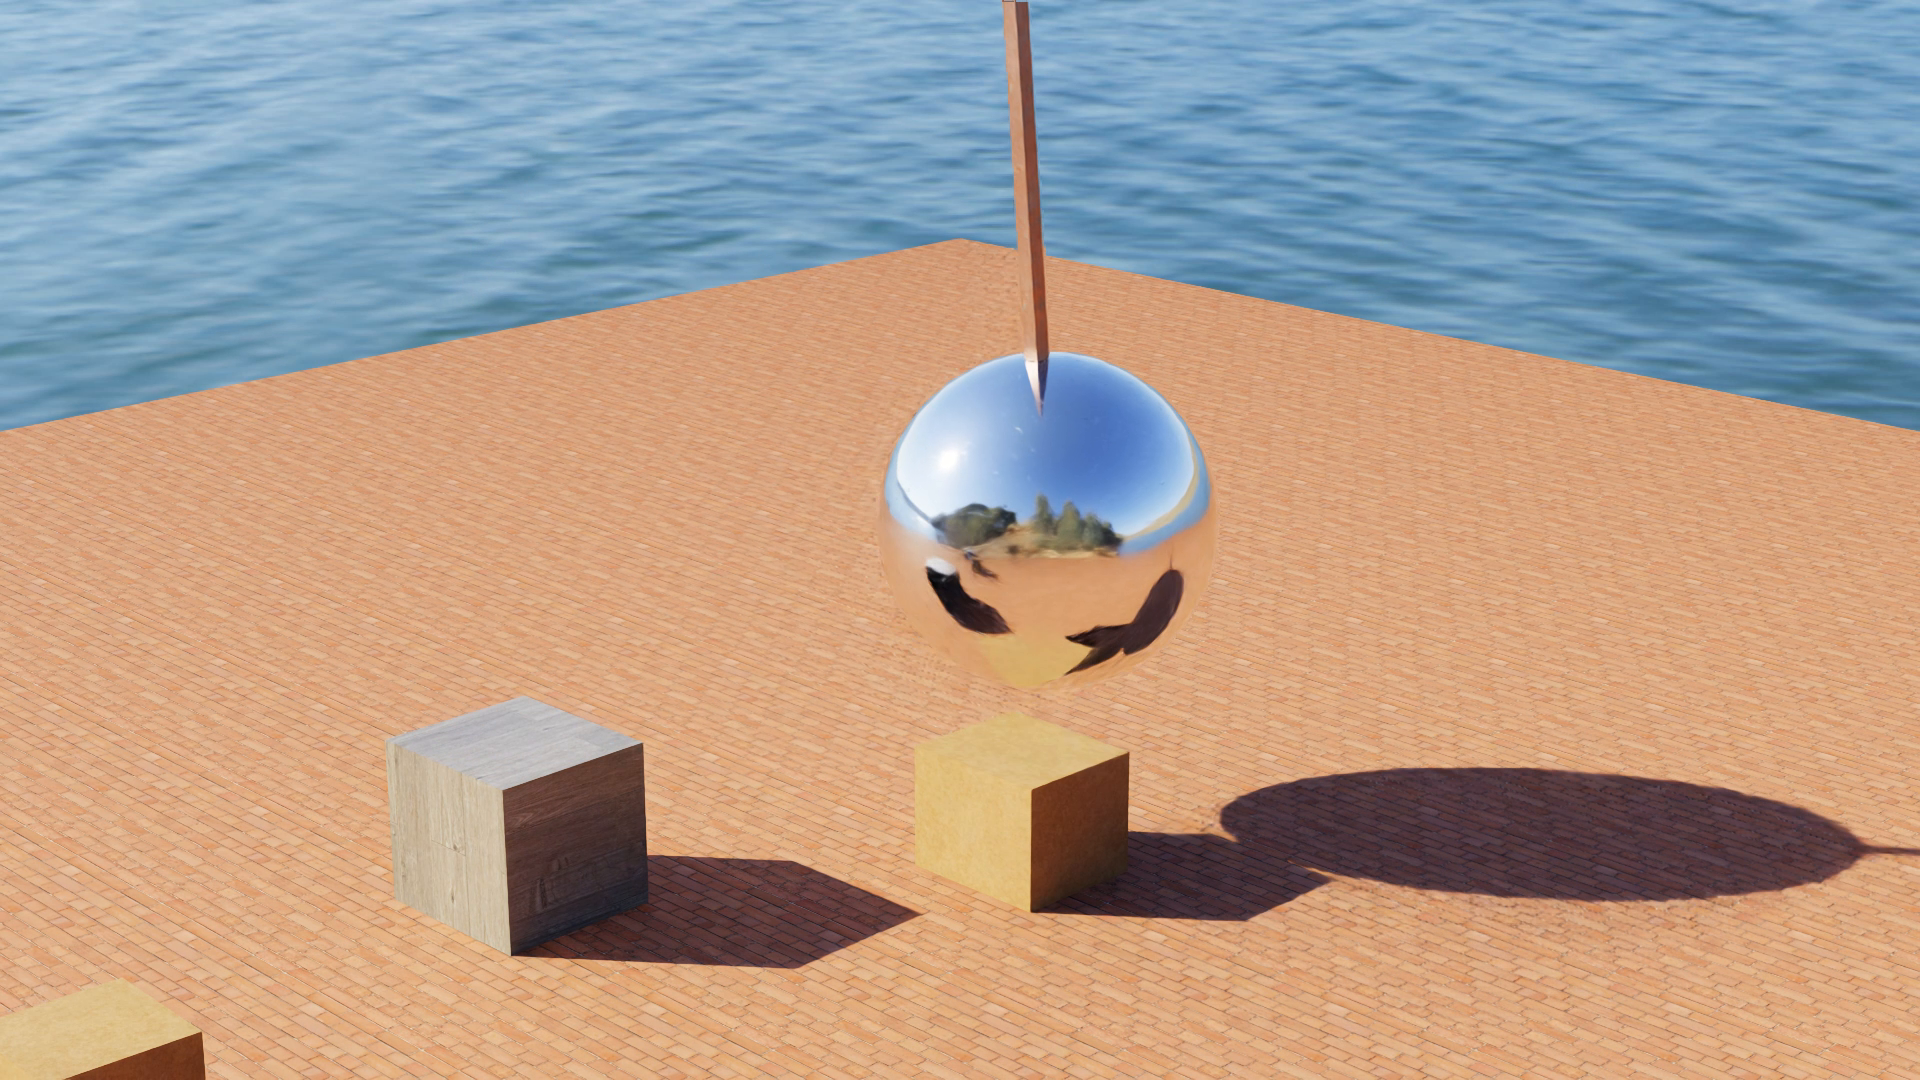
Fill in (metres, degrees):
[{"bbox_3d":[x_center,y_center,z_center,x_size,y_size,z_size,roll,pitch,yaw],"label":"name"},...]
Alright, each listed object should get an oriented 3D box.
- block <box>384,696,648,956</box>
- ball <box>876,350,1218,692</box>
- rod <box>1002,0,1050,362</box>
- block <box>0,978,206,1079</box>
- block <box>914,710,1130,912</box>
[{"bbox_3d":[-1.971,1.255,13.067,0.845,0.770,0.775,16,24,42],"label":"block"},{"bbox_3d":[0.408,-0.089,13.741,1.600,1.600,1.600,0,17,0],"label":"ball"},{"bbox_3d":[0.177,-3.248,12.506,0.080,5.200,0.080,17,29,42],"label":"rod"},{"bbox_3d":[-3.168,2.072,10.704,0.611,0.629,0.600,-16,23,-40],"label":"block"},{"bbox_3d":[0.282,1.232,13.439,0.645,0.590,0.738,-17,24,-42],"label":"block"}]
